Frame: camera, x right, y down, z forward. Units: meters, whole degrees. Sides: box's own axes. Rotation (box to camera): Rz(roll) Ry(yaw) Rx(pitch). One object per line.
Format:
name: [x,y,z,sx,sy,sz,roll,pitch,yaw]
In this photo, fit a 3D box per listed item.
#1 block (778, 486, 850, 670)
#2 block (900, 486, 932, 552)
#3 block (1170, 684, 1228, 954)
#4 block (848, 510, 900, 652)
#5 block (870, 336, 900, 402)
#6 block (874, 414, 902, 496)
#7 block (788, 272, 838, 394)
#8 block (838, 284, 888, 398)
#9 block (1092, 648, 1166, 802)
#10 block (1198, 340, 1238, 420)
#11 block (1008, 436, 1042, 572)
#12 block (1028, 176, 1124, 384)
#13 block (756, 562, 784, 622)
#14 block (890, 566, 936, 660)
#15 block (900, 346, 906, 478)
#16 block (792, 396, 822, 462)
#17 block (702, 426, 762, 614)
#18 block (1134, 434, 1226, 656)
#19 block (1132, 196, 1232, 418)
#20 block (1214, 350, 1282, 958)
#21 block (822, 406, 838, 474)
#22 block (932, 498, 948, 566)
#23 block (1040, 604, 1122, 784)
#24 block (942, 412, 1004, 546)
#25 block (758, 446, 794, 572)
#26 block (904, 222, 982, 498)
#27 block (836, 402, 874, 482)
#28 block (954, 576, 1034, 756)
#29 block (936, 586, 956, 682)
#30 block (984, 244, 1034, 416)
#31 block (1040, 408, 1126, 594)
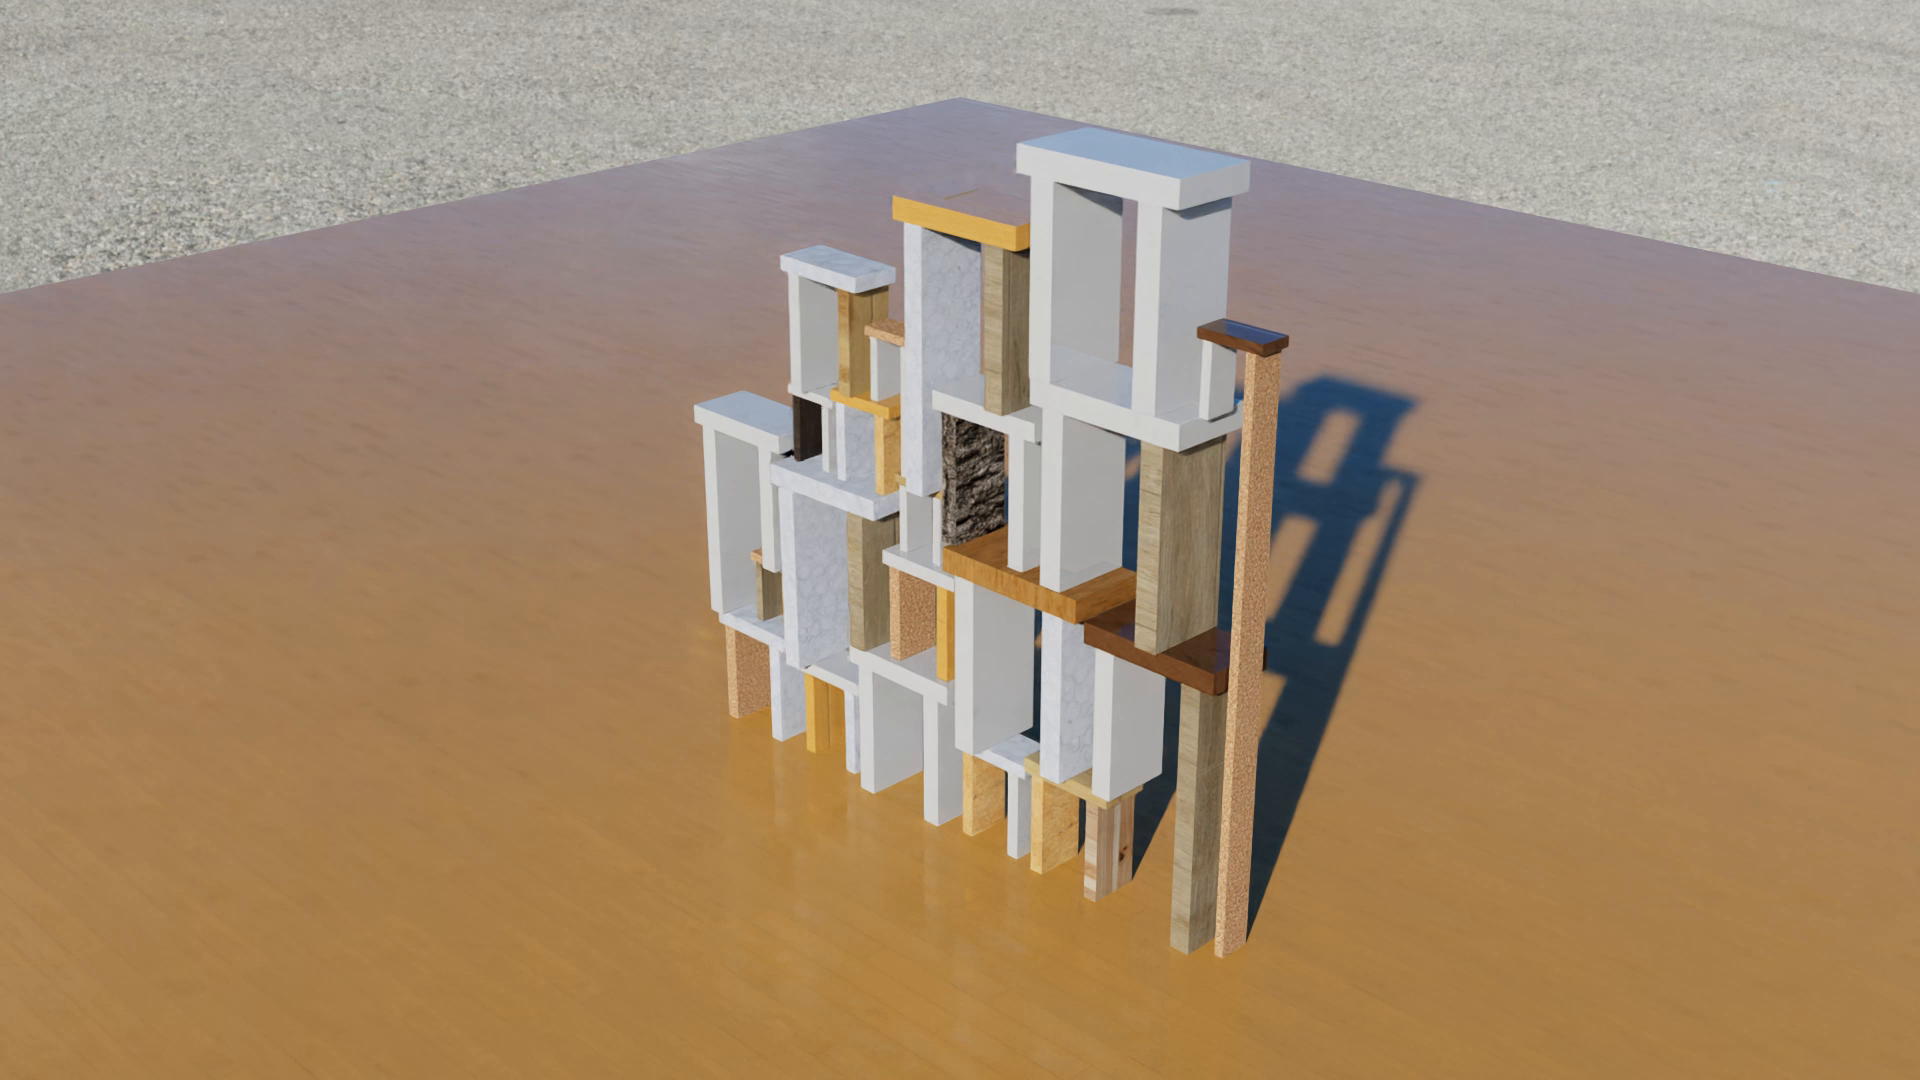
block: [-0.300,0.060,4.556,0.042,0.399,0.147,21,32,39]
block: [-0.086,-0.051,4.303,0.020,0.139,0.069,21,31,41]
block: [0.451,0.480,3.945,0.042,0.535,0.149,21,31,41]
block: [-0.155,0.064,4.414,0.042,0.293,0.147,21,31,41]
block: [-0.143,-0.337,4.235,0.018,0.128,0.064,20,30,38]
block: [-0.128,-0.175,4.286,0.023,0.162,0.081,20,31,39]
block: [-0.287,-0.421,4.357,0.107,0.243,0.030,-21,31,-40]
block: [-0.186,-0.392,4.258,0.030,0.213,0.107,21,31,39]
block: [0.311,0.316,4.028,0.149,0.298,0.042,-21,31,-41]
block: [0.428,-0.272,3.643,0.019,0.136,0.068,22,32,40]
block: [0.147,-0.082,4.026,0.130,0.259,0.037,-21,31,-41]
block: [0.201,-0.466,3.816,0.179,0.357,0.051,-21,31,-40]
block: [-0.404,0.101,4.711,0.019,0.135,0.068,21,31,41]
block: [-0.094,0.132,4.376,0.028,0.198,0.099,21,31,41]
block: [-0.084,-0.250,4.209,0.064,0.263,0.018,-21,31,-41]
block: [-0.308,-0.234,4.453,0.019,0.136,0.068,17,27,36]
block: [-0.478,-0.059,4.717,0.038,0.424,0.135,21,31,41]
block: [0.381,-0.007,3.807,0.169,0.385,0.048,-21,31,-40]
block: [0.369,-0.400,3.660,0.179,0.357,0.051,-21,31,-40]
block: [0.492,0.217,3.782,0.019,1.146,0.068,21,31,41]
block: [-0.243,-0.208,4.396,0.068,0.136,0.019,-21,31,-40]
block: [-0.021,-0.025,4.243,0.020,0.139,0.069,21,31,41]
block: [0.226,0.268,4.087,0.169,0.338,0.048,-21,31,-40]
block: [0.025,-0.130,4.139,0.130,0.259,0.037,-21,31,-41]
block: [-0.350,-0.080,4.569,0.038,0.270,0.135,21,31,41]
block: [-0.032,-0.348,4.107,0.154,0.523,0.044,-21,31,-41]
block: [-0.207,-0.204,4.354,0.023,0.162,0.081,20,30,39]
block: [0.067,0.218,4.240,0.169,0.365,0.048,-21,31,-40]
block: [0.000,0.168,4.290,0.028,0.198,0.099,21,31,41]
block: [0.114,-0.390,3.930,0.154,0.309,0.044,-21,31,-40]
block: [0.221,-0.090,3.944,0.169,0.338,0.048,-21,31,-40]
